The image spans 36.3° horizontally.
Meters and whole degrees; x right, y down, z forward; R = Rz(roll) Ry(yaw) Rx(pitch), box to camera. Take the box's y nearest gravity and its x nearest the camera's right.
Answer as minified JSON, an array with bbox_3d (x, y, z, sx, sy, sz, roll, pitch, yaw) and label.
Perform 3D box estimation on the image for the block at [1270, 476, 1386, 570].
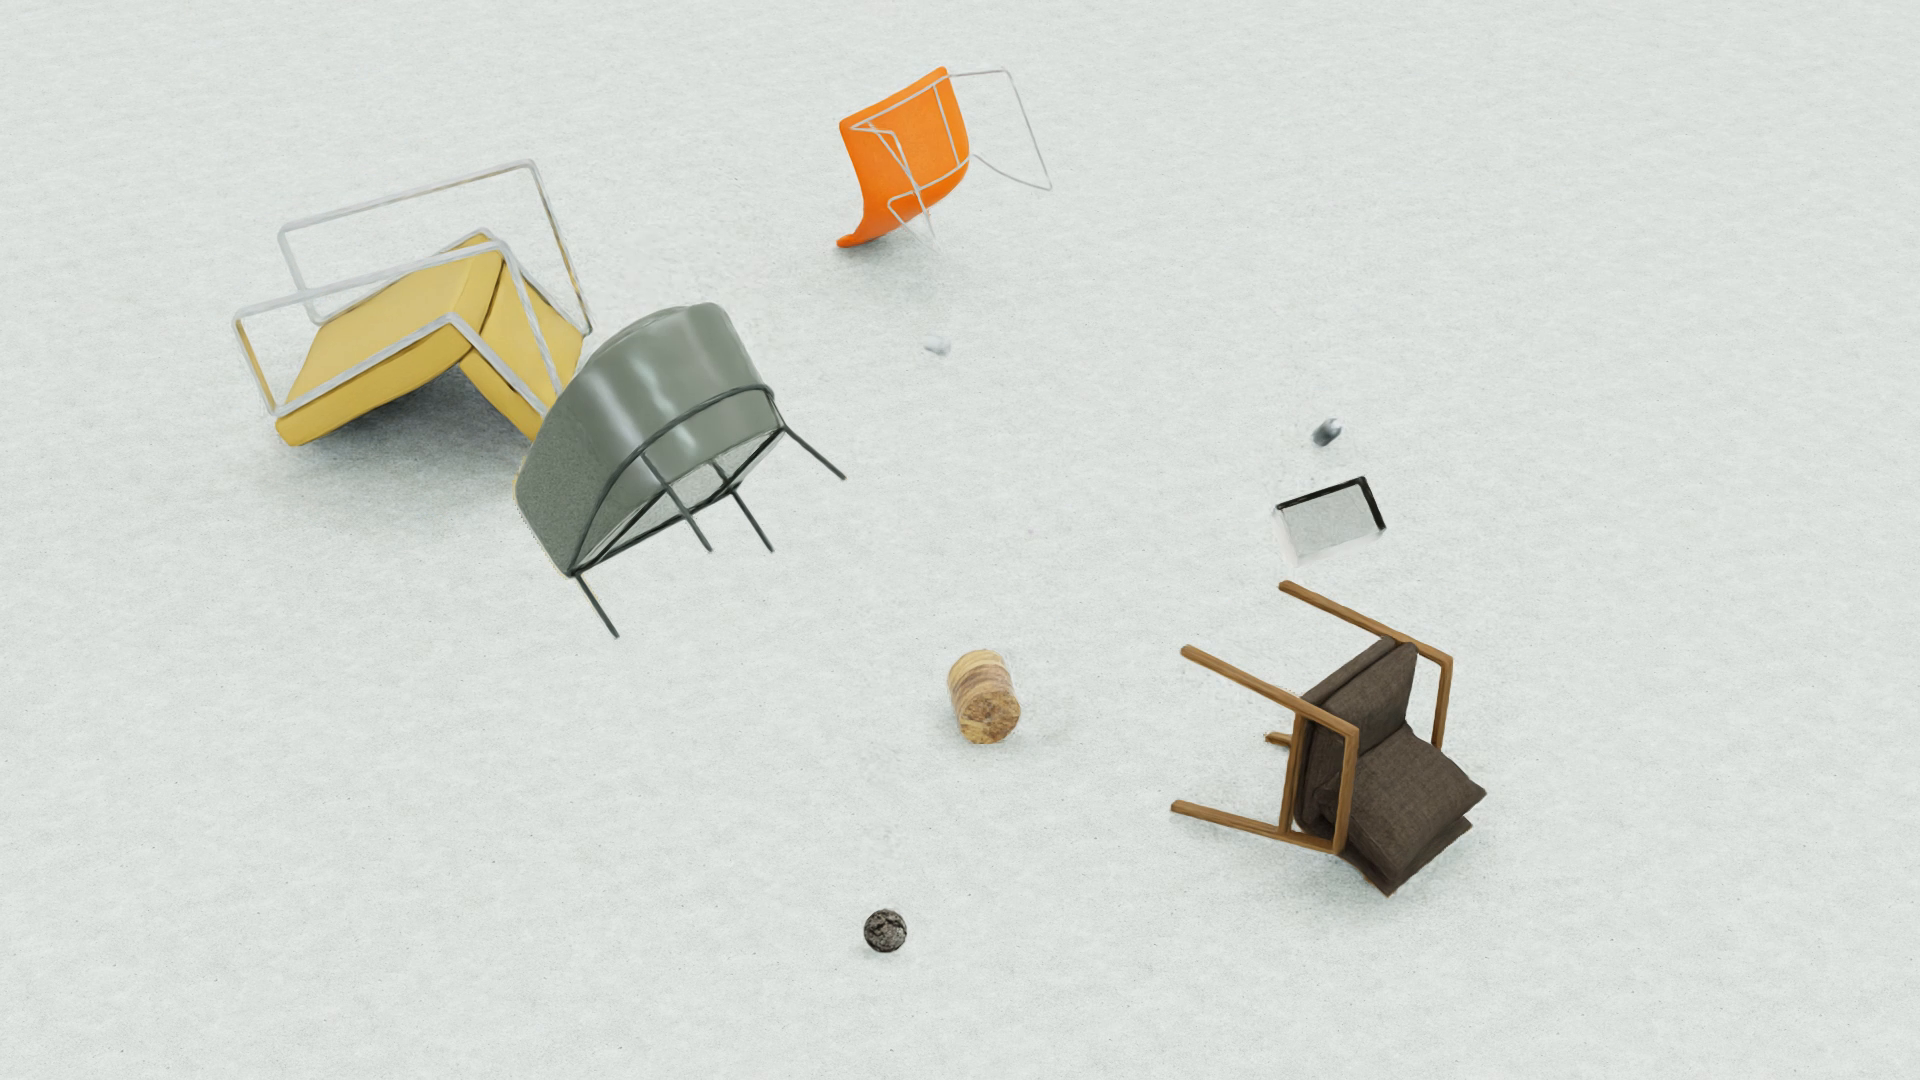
[{"bbox_3d":[1.189,-0.055,9.482,0.310,0.140,0.190,-18,75,-9],"label":"block"}]

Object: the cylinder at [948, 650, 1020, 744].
[{"bbox_3d":[0.081,0.530,9.944,0.197,0.224,0.249,26,24,-26],"label":"cylinder"}]

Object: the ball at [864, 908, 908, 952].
[{"bbox_3d":[-0.229,1.200,9.002,0.133,0.133,0.133,0,33,0],"label":"ball"}]
